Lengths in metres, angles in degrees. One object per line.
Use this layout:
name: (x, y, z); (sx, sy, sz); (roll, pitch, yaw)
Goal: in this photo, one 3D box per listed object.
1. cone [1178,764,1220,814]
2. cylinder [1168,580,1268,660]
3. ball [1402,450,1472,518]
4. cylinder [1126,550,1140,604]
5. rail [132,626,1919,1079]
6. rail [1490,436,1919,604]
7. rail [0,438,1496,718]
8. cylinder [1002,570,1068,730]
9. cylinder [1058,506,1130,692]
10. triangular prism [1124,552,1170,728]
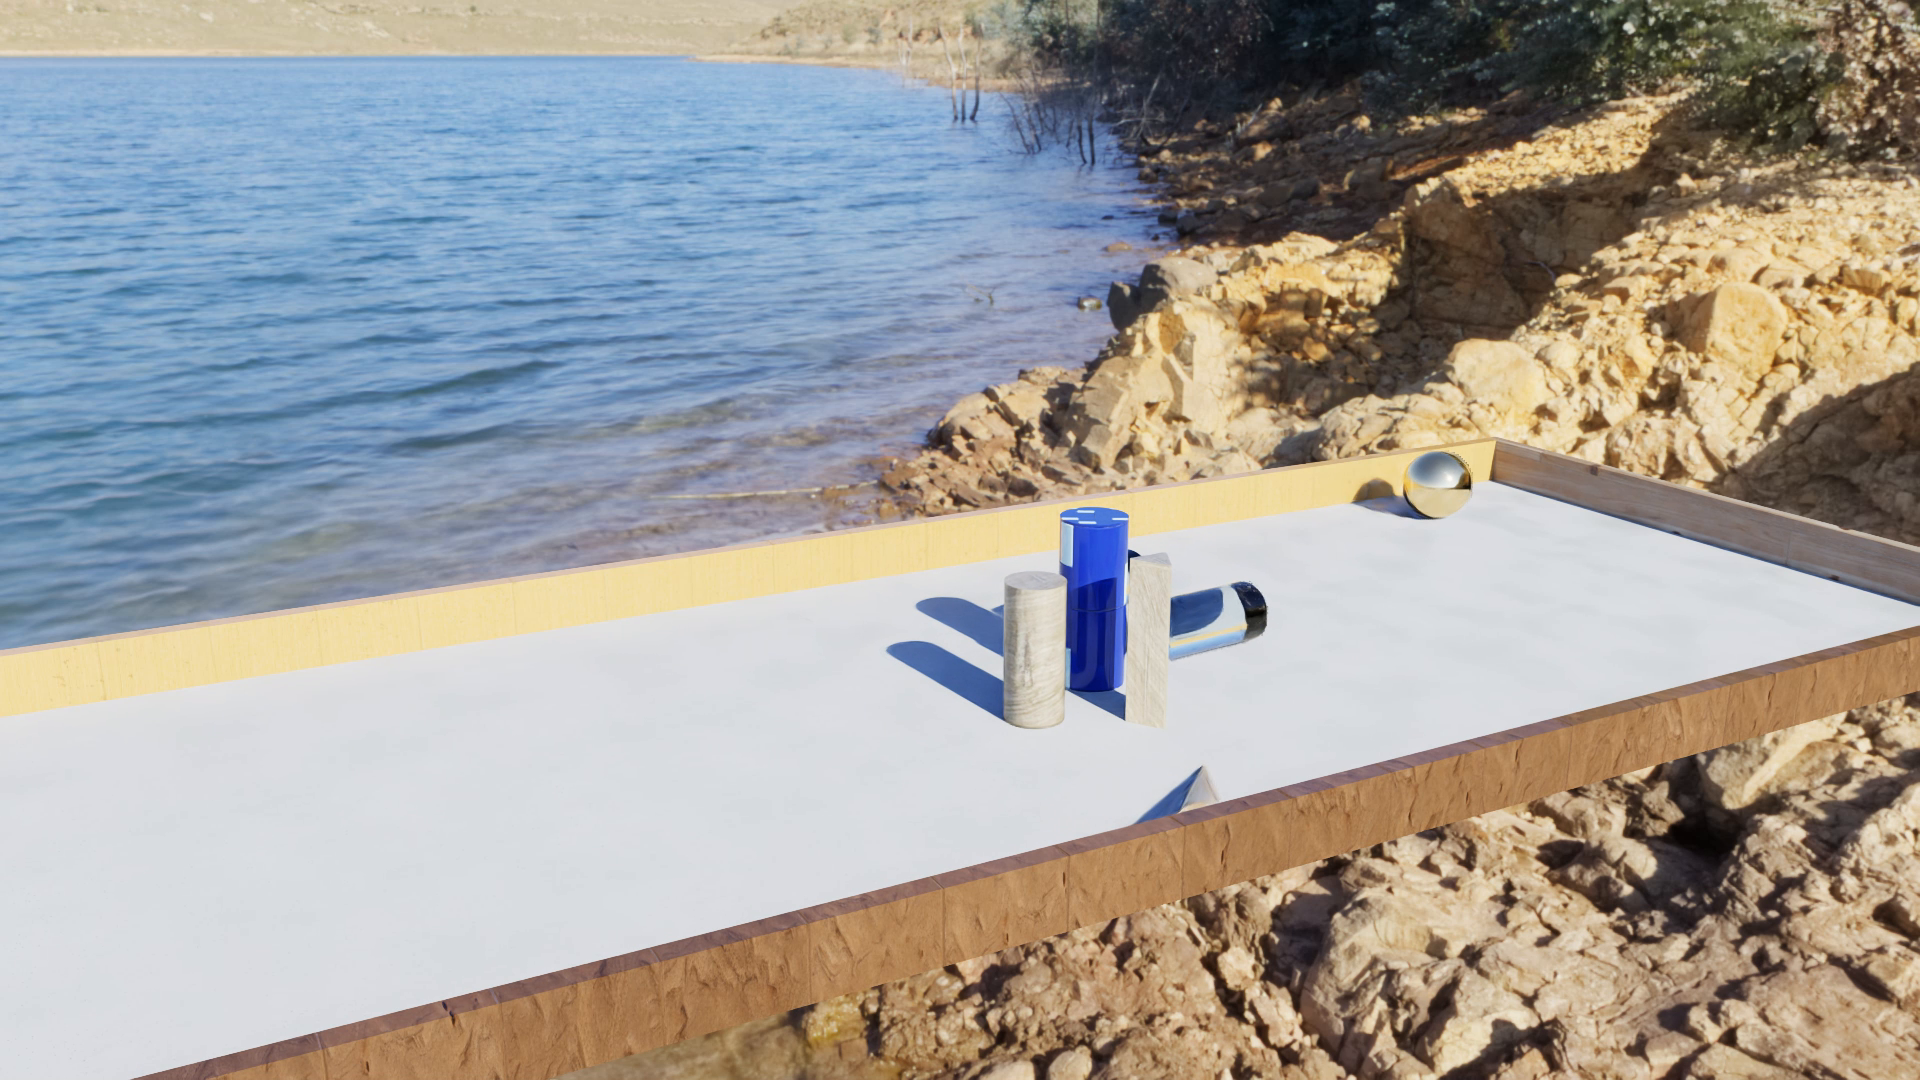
cone: (0.507, 0.531, 3.450); (0.109, 0.109, 0.449); (3, 10, 9)
cylinder: (0.627, 0.215, 4.341); (0.345, 0.159, 0.159); (-11, 19, -32)
ball: (1.616, -0.188, 5.590); (0.228, 0.228, 0.228); (0, 16, 0)
cylinder: (0.363, 0.141, 4.608); (0.150, 0.150, 0.391); (13, 21, 37)
rail: (-2.336, 1.006, 1.665); (12.000, 0.150, 0.050); (-9, 18, -27)
rail: (2.466, -0.048, 5.253); (0.050, 0.150, 2.100); (-9, 18, -27)
rail: (-3.305, 0.497, 3.399); (12.000, 0.150, 0.050); (-9, 18, -27)
cylinder: (0.175, 0.258, 3.872); (0.147, 0.342, 0.147); (0, 16, 0)
cylinder: (0.329, 0.147, 4.095); (0.169, 0.429, 0.169); (0, 16, 0)
triangular prism: (0.456, 0.231, 3.856); (0.101, 0.401, 0.088); (9, 19, 29)
